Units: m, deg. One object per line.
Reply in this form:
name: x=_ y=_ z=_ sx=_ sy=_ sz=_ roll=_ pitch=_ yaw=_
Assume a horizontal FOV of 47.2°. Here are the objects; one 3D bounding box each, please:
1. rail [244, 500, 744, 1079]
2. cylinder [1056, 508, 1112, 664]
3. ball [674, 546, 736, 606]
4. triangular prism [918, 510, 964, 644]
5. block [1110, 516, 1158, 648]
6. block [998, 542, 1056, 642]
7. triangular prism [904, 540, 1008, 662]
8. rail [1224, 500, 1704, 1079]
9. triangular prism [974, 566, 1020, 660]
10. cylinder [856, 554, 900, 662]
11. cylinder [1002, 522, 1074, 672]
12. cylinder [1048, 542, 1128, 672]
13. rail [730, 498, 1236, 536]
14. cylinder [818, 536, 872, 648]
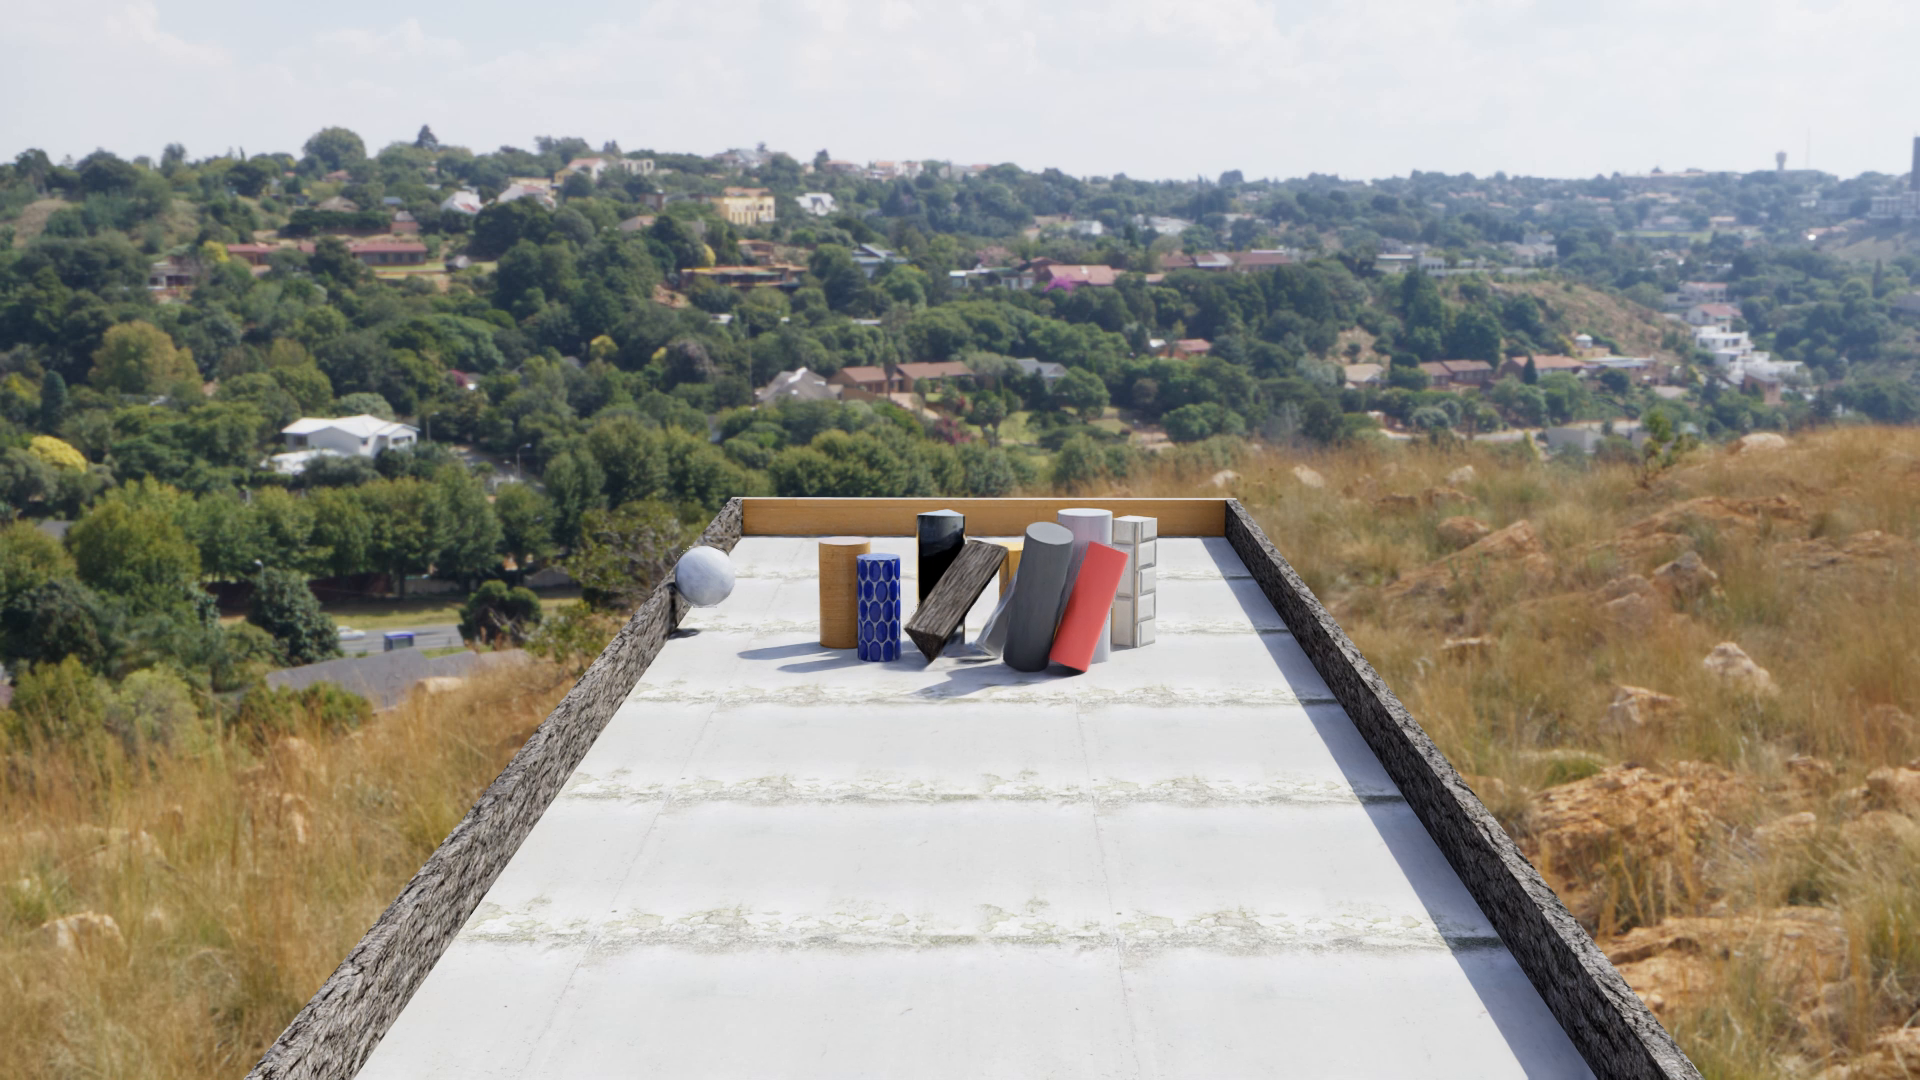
rail: x=-1.004 y=0.839 z=3.234 sx=0.050 sy=0.150 sz=12.000 roll=0 pitch=9 yaw=1
cylinder: x=0.377 y=0.138 z=6.691 sx=0.166 sy=0.451 sz=0.166 roll=0 pitch=8 yaw=0
ball: x=-0.829 y=0.119 z=7.151 sx=0.198 sy=0.198 sz=0.198 roll=0 pitch=9 yaw=0
triangular prism: x=-0.050 y=0.115 z=6.977 sx=0.150 sy=0.410 sz=0.130 roll=2 pitch=9 yaw=10
block: x=0.545 y=0.130 z=6.915 sx=0.104 sy=0.398 sz=0.104 roll=7 pitch=11 yaw=36
block: x=0.213 y=0.172 z=6.941 sx=0.154 sy=0.308 sz=0.154 roll=-1 pitch=9 yaw=-11
triangular prism: x=-0.019 y=0.165 z=6.751 sx=0.123 sy=0.142 sz=0.429 roll=33 pitch=51 yaw=4
rail: x=1.046 y=0.843 z=3.208 sx=0.050 sy=0.150 sz=12.000 roll=0 pitch=9 yaw=1
triangular prism: x=0.143 y=0.203 z=6.749 sx=0.079 sy=0.312 sz=0.091 roll=14 pitch=-22 yaw=47
cylinder: x=-0.247 y=0.205 z=6.712 sx=0.133 sy=0.313 sz=0.133 roll=0 pitch=9 yaw=0
cylinder: x=0.229 y=0.171 z=6.496 sx=0.140 sy=0.427 sz=0.140 roll=8 pitch=26 yaw=-4
cylinder: x=0.381 y=0.197 z=6.528 sx=0.123 sy=0.369 sz=0.123 roll=20 pitch=0 yaw=0
rail: x=0.099 y=-0.098 z=9.147 sx=2.100 sy=0.150 sz=0.050 roll=0 pitch=9 yaw=1
cylinder: x=-0.361 y=0.165 z=6.918 sx=0.165 sy=0.329 sz=0.165 roll=0 pitch=9 yaw=0
